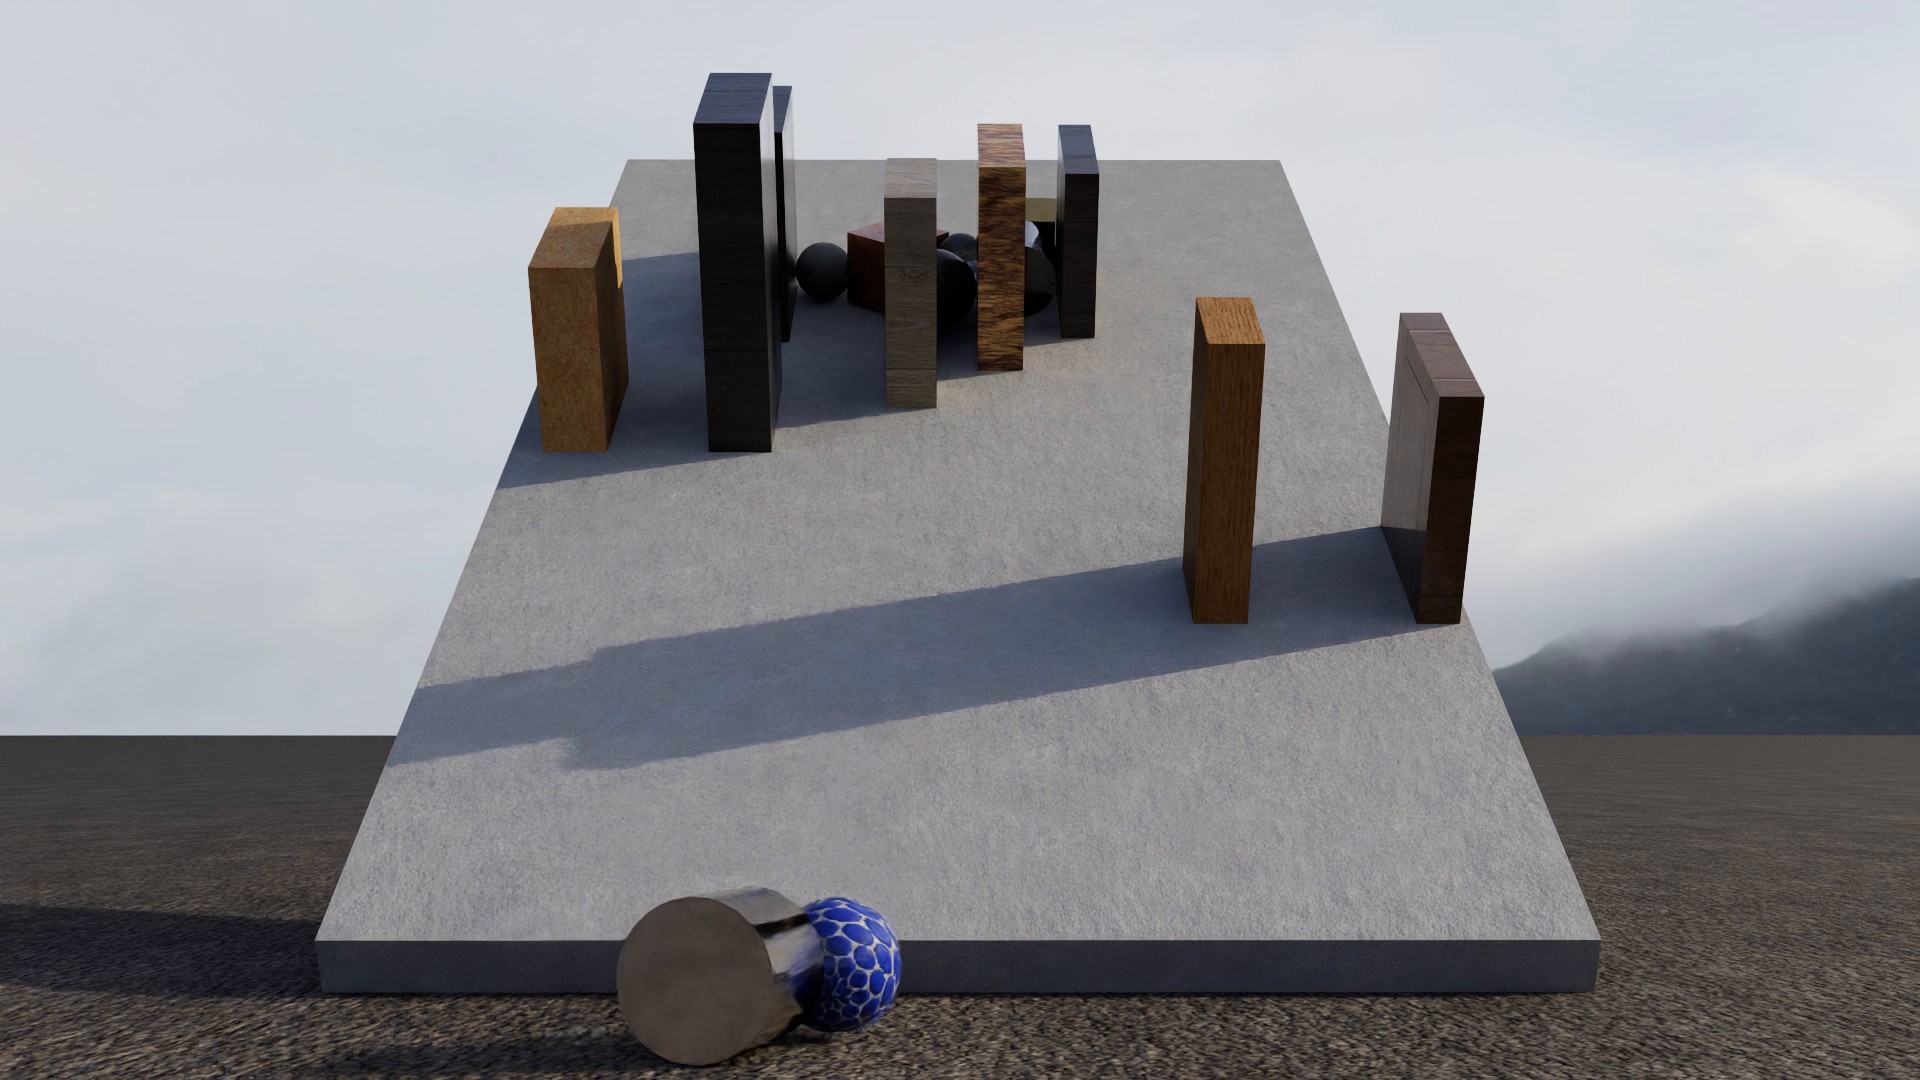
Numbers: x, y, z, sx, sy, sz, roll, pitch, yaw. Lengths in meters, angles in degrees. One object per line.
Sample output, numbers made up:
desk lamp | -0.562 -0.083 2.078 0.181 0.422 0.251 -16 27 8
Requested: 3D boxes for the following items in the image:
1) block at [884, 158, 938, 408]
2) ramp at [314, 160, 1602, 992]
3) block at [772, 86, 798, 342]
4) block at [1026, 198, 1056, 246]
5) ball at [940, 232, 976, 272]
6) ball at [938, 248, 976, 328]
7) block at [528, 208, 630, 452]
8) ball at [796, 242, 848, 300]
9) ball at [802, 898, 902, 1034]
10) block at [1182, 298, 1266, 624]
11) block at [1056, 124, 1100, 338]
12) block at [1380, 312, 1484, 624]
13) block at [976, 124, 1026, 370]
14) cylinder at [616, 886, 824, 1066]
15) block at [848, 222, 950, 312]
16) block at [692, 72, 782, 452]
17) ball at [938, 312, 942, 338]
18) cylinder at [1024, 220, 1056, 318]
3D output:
block | -0.113 -0.605 5.553 0.117 0.513 0.295 0 27 0
ramp | -0.010 -0.228 5.485 2.000 0.100 4.000 0 27 0
block | -0.476 -0.826 5.965 0.099 0.539 0.408 0 27 0
block | 0.156 -0.786 6.277 0.192 0.192 0.192 2 27 3
ball | 0.002 -0.731 6.059 0.115 0.115 0.115 0 -5 0
ball | -0.059 -0.632 5.952 0.201 0.201 0.201 0 -5 0
block | -0.865 -0.485 5.395 0.144 0.437 0.409 0 27 0
ball | -0.354 -0.700 6.151 0.149 0.149 0.149 0 -5 0
ball | -0.167 0.569 3.169 0.179 0.179 0.179 0 -5 0
block | 0.506 -0.152 4.573 0.105 0.584 0.240 0 27 0
block | 0.296 -0.790 6.020 0.083 0.429 0.410 0 27 0
block | 0.930 -0.148 4.684 0.084 0.479 0.433 0 27 0
block | 0.098 -0.719 5.785 0.110 0.512 0.351 0 27 0
cylinder | -0.301 0.550 3.006 0.206 0.206 0.206 -1 -5 14
block | -0.161 -0.707 6.115 0.185 0.185 0.185 20 31 35
block | -0.493 -0.624 5.315 0.140 0.759 0.394 0 27 0
ball | -0.111 -0.531 5.830 0.134 0.134 0.134 0 -5 0
cylinder | 0.152 -0.700 6.101 0.196 0.196 0.196 0 27 3
